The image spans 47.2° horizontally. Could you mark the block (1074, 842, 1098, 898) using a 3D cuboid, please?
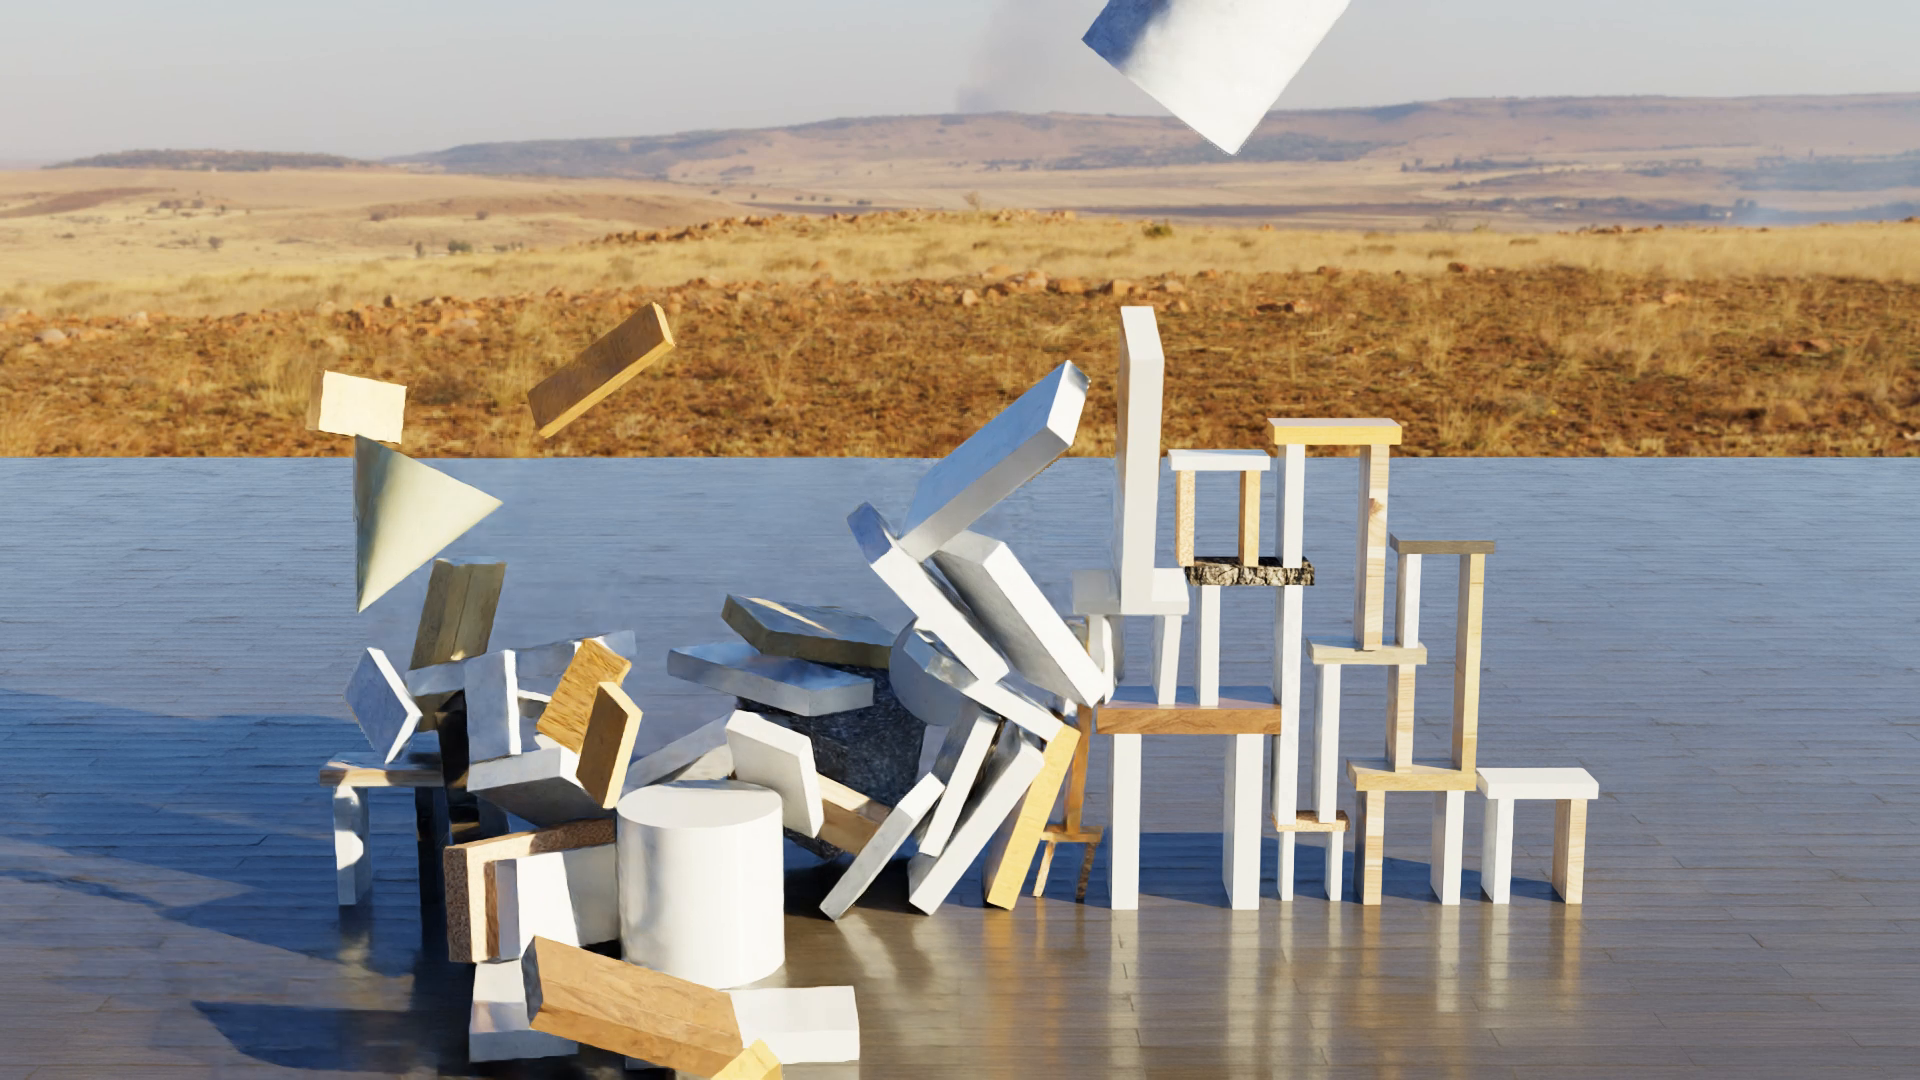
[{"bbox_3d":[0.210,0.541,3.660,0.014,0.097,0.049,13,10,-1],"label":"block"}]

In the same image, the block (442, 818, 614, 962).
[{"bbox_3d":[-0.655,0.533,3.381,0.048,0.168,0.336,-4,0,30],"label":"block"}]

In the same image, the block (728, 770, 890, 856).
[{"bbox_3d":[-0.249,0.419,3.546,0.252,0.126,0.036,26,53,-4],"label":"block"}]

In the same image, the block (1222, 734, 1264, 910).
[{"bbox_3d":[0.467,0.445,3.641,0.042,0.296,0.148,0,11,0],"label":"block"}]

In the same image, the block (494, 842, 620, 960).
[{"bbox_3d":[-0.592,0.546,3.355,0.041,0.146,0.292,-6,-5,29],"label":"block"}]

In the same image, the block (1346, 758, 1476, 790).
[{"bbox_3d":[0.743,0.386,3.628,0.194,0.028,0.097,0,11,0],"label":"block"}]

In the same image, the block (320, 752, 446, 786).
[{"bbox_3d":[-0.940,0.378,3.627,0.202,0.029,0.101,0,11,0],"label":"block"}]

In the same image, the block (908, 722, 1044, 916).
[{"bbox_3d":[0.024,0.452,3.608,0.045,0.316,0.158,34,11,-10],"label":"block"}]

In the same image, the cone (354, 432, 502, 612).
[{"bbox_3d":[-0.924,0.000,3.592,0.265,0.265,0.265,25,-4,2],"label":"cone"}]

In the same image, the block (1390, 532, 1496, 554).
[{"bbox_3d":[0.780,0.005,3.565,0.154,0.022,0.077,0,11,-1],"label":"block"}]

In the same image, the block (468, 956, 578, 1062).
[{"bbox_3d":[-0.623,0.665,3.154,0.146,0.041,0.292,-2,11,-10],"label":"block"}]

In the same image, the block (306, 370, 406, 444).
[{"bbox_3d":[-0.998,-0.219,3.643,0.027,0.097,0.194,4,-2,27],"label":"block"}]

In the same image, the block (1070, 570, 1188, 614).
[{"bbox_3d":[0.268,0.082,3.488,0.180,0.025,0.090,0,33,-1],"label":"block"}]

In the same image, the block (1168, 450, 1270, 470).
[{"bbox_3d":[0.415,-0.129,3.538,0.156,0.022,0.078,0,11,0],"label":"block"}]

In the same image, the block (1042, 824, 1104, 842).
[{"bbox_3d":[0.187,0.487,3.644,0.097,0.014,0.049,1,9,10],"label":"block"}]

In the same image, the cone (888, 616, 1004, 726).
[{"bbox_3d":[-0.045,0.234,3.839,0.202,0.202,0.202,-3,-9,-13],"label":"cone"}]

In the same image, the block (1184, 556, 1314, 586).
[{"bbox_3d":[0.468,0.050,3.565,0.198,0.028,0.099,0,11,0],"label":"block"}]

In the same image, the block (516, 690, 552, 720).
[{"bbox_3d":[-0.715,0.275,3.668,0.097,0.049,0.014,11,45,10],"label":"block"}]

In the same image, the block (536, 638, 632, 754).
[{"bbox_3d":[-0.583,0.241,3.407,0.081,0.162,0.023,30,3,14],"label":"block"}]

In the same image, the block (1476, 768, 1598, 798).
[{"bbox_3d":[0.951,0.402,3.632,0.179,0.025,0.090,0,11,0],"label":"block"}]

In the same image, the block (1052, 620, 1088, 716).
[{"bbox_3d":[0.181,0.210,3.609,0.021,0.148,0.074,6,4,-13],"label":"block"}]

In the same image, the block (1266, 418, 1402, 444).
[{"bbox_3d":[0.598,-0.175,3.525,0.200,0.028,0.100,0,11,1],"label":"block"}]

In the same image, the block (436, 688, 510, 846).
[{"bbox_3d":[-0.799,0.424,3.636,0.048,0.336,0.168,-5,10,3],"label":"block"}]

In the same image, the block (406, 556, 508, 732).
[{"bbox_3d":[-0.907,0.184,3.928,0.044,0.309,0.154,18,9,23],"label":"block"}]

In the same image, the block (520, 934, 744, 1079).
[{"bbox_3d":[-0.429,0.617,2.888,0.292,0.041,0.146,23,17,-25],"label":"block"}]

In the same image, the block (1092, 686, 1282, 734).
[{"bbox_3d":[0.369,0.278,3.610,0.296,0.042,0.148,0,11,0],"label":"block"}]

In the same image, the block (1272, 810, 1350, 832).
[{"bbox_3d":[0.581,0.465,3.642,0.120,0.017,0.060,0,11,0],"label":"block"}]

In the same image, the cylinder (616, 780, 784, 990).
[{"bbox_3d":[-0.395,0.521,3.354,0.250,0.250,0.250,0,11,0],"label":"cylinder"}]

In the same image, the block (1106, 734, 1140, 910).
[{"bbox_3d":[0.270,0.445,3.641,0.042,0.296,0.148,0,11,0],"label":"block"}]

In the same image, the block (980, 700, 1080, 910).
[{"bbox_3d":[0.115,0.436,3.642,0.045,0.316,0.158,19,9,-6],"label":"block"}]

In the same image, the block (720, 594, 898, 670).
[{"bbox_3d":[-0.253,0.166,3.899,0.310,0.044,0.155,10,16,-38],"label":"block"}]

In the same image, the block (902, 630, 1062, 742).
[{"bbox_3d":[0.036,0.234,3.527,0.253,0.036,0.126,31,2,-22],"label":"block"}]

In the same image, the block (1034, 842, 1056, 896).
[{"bbox_3d":[0.143,0.541,3.664,0.014,0.097,0.049,16,10,3],"label":"block"}]

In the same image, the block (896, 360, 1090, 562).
[{"bbox_3d":[0.049,-0.117,3.297,0.340,0.048,0.170,-38,21,35],"label":"block"}]

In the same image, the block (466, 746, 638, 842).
[{"bbox_3d":[-0.622,0.416,3.527,0.168,0.048,0.336,-11,-26,20],"label":"block"}]

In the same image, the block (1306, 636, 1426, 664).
[{"bbox_3d":[0.663,0.180,3.597,0.182,0.026,0.091,0,11,0],"label":"block"}]

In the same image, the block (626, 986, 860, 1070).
[{"bbox_3d":[-0.303,0.679,3.068,0.316,0.045,0.158,-1,11,-5],"label":"block"}]

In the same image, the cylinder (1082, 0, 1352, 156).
[{"bbox_3d":[0.367,-0.746,3.141,0.276,0.276,0.276,35,14,-10],"label":"cylinder"}]
